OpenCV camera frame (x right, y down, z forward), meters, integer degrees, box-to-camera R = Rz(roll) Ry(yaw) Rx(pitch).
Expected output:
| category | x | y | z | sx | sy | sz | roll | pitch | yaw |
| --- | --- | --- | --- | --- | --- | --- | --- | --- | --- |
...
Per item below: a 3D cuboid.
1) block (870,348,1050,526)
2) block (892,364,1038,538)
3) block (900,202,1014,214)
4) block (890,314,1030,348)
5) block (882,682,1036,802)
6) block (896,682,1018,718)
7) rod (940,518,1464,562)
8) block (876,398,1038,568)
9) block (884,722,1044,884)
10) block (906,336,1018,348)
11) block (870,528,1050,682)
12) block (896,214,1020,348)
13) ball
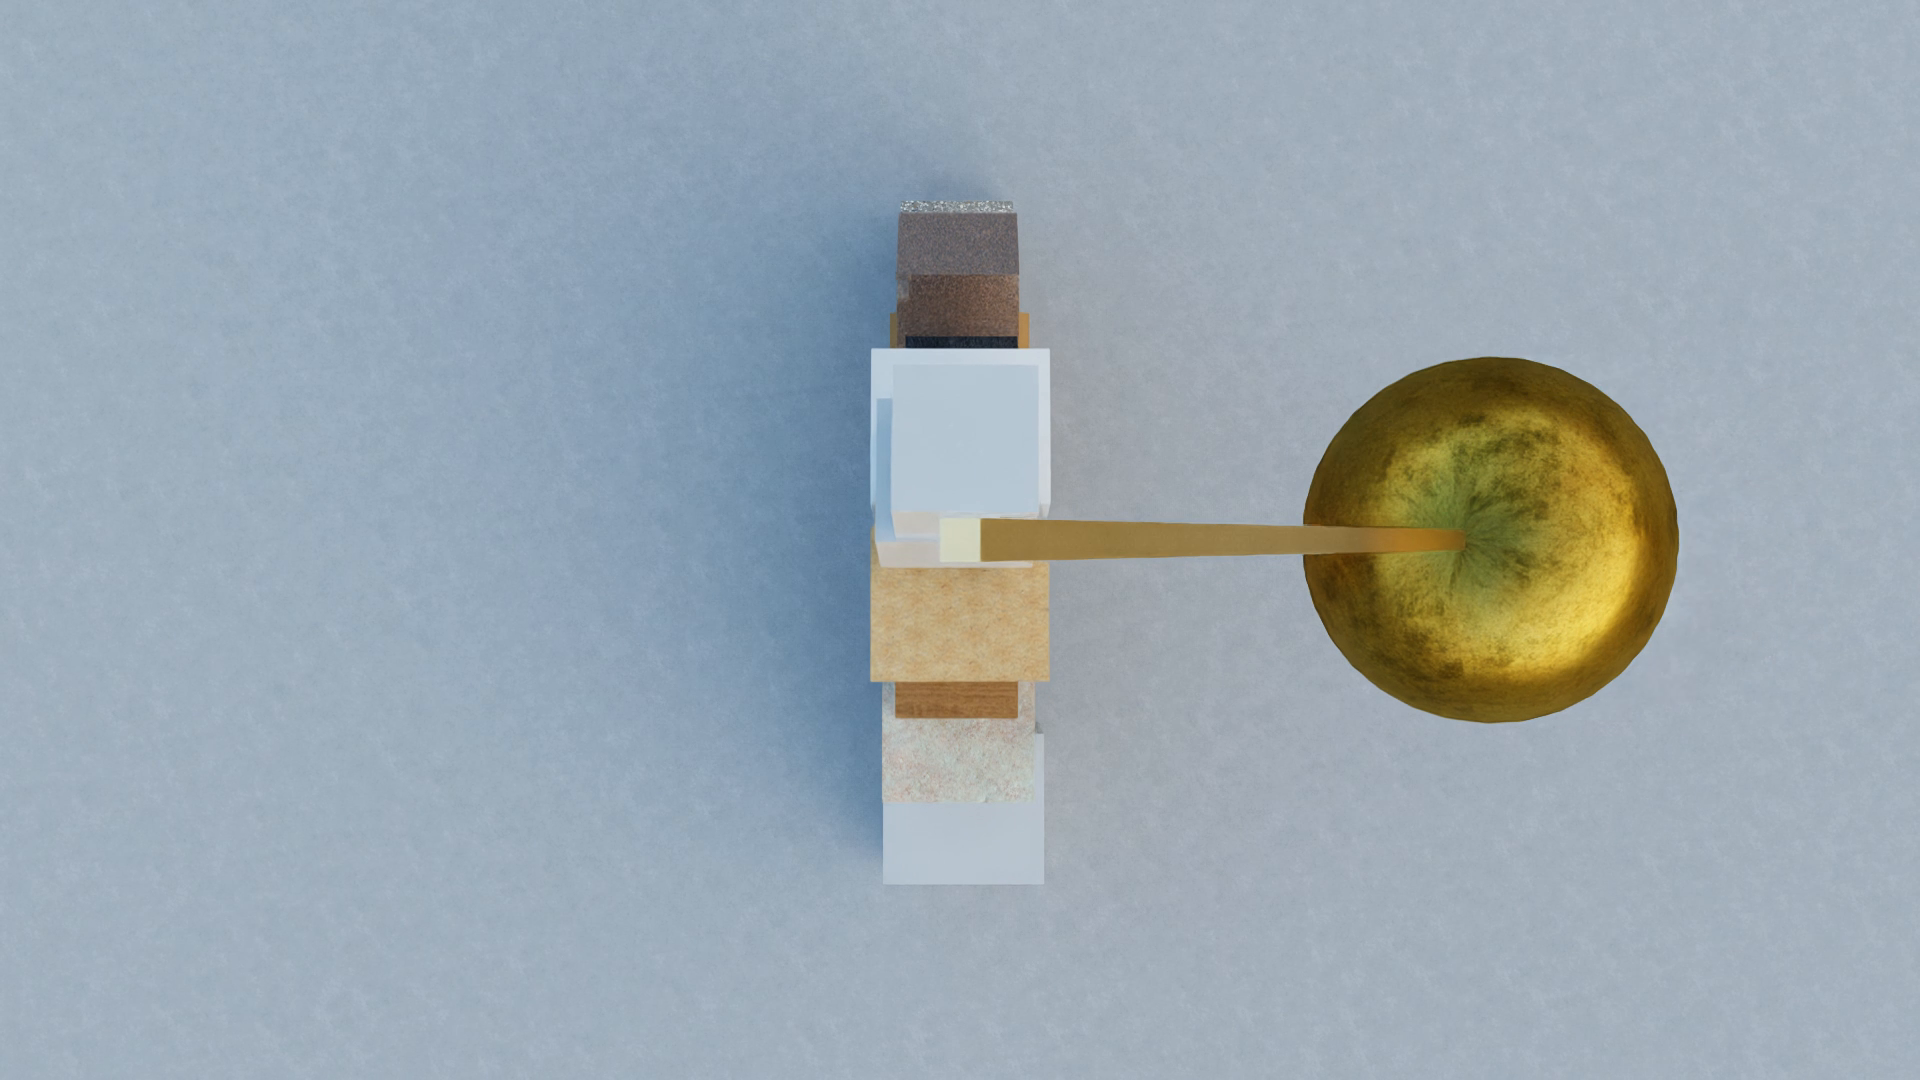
| category | x | y | z | sx | sy | sz | roll | pitch | yaw |
| --- | --- | --- | --- | --- | --- | --- | --- | --- | --- |
| block | 0.002 | -0.432 | 9.697 | 0.763 | 0.684 | 0.673 | 0 | 81 | 0 |
| block | 0.018 | -0.327 | 8.372 | 0.538 | 0.592 | 0.551 | 0 | 81 | 0 |
| block | -0.017 | -1.587 | 12.691 | 0.632 | 0.619 | 0.642 | 0 | 90 | 0 |
| block | -0.003 | -0.829 | 12.590 | 0.771 | 0.821 | 0.854 | 0 | 90 | 0 |
| block | -0.007 | 0.920 | 11.062 | 0.738 | 0.877 | 0.713 | 0 | 89 | 0 |
| block | -0.016 | 0.546 | 10.309 | 0.557 | 0.641 | 0.553 | 0 | 88 | 0 |
| rod | 0.994 | 0.000 | 6.438 | 0.080 | 5.200 | 0.080 | 0 | 90 | 22 |
| block | -0.014 | -0.222 | 8.986 | 0.636 | 0.653 | 0.577 | 0 | 81 | 0 |
| block | 0.020 | 1.491 | 12.595 | 0.892 | 0.809 | 0.834 | 0 | 90 | 0 |
| block | 0.008 | -0.648 | 10.414 | 0.518 | 0.559 | 0.535 | 0 | 84 | 0 |
| block | 0.000 | 0.285 | 9.661 | 0.758 | 0.676 | 0.652 | 0 | 88 | 0 |
| block | -0.011 | -1.278 | 11.258 | 0.610 | 0.642 | 0.546 | 0 | 126 | 0 |
| ball | 2.295 | 0.000 | 9.579 | 1.600 | 1.600 | 1.600 | 0 | 90 | 0 |
